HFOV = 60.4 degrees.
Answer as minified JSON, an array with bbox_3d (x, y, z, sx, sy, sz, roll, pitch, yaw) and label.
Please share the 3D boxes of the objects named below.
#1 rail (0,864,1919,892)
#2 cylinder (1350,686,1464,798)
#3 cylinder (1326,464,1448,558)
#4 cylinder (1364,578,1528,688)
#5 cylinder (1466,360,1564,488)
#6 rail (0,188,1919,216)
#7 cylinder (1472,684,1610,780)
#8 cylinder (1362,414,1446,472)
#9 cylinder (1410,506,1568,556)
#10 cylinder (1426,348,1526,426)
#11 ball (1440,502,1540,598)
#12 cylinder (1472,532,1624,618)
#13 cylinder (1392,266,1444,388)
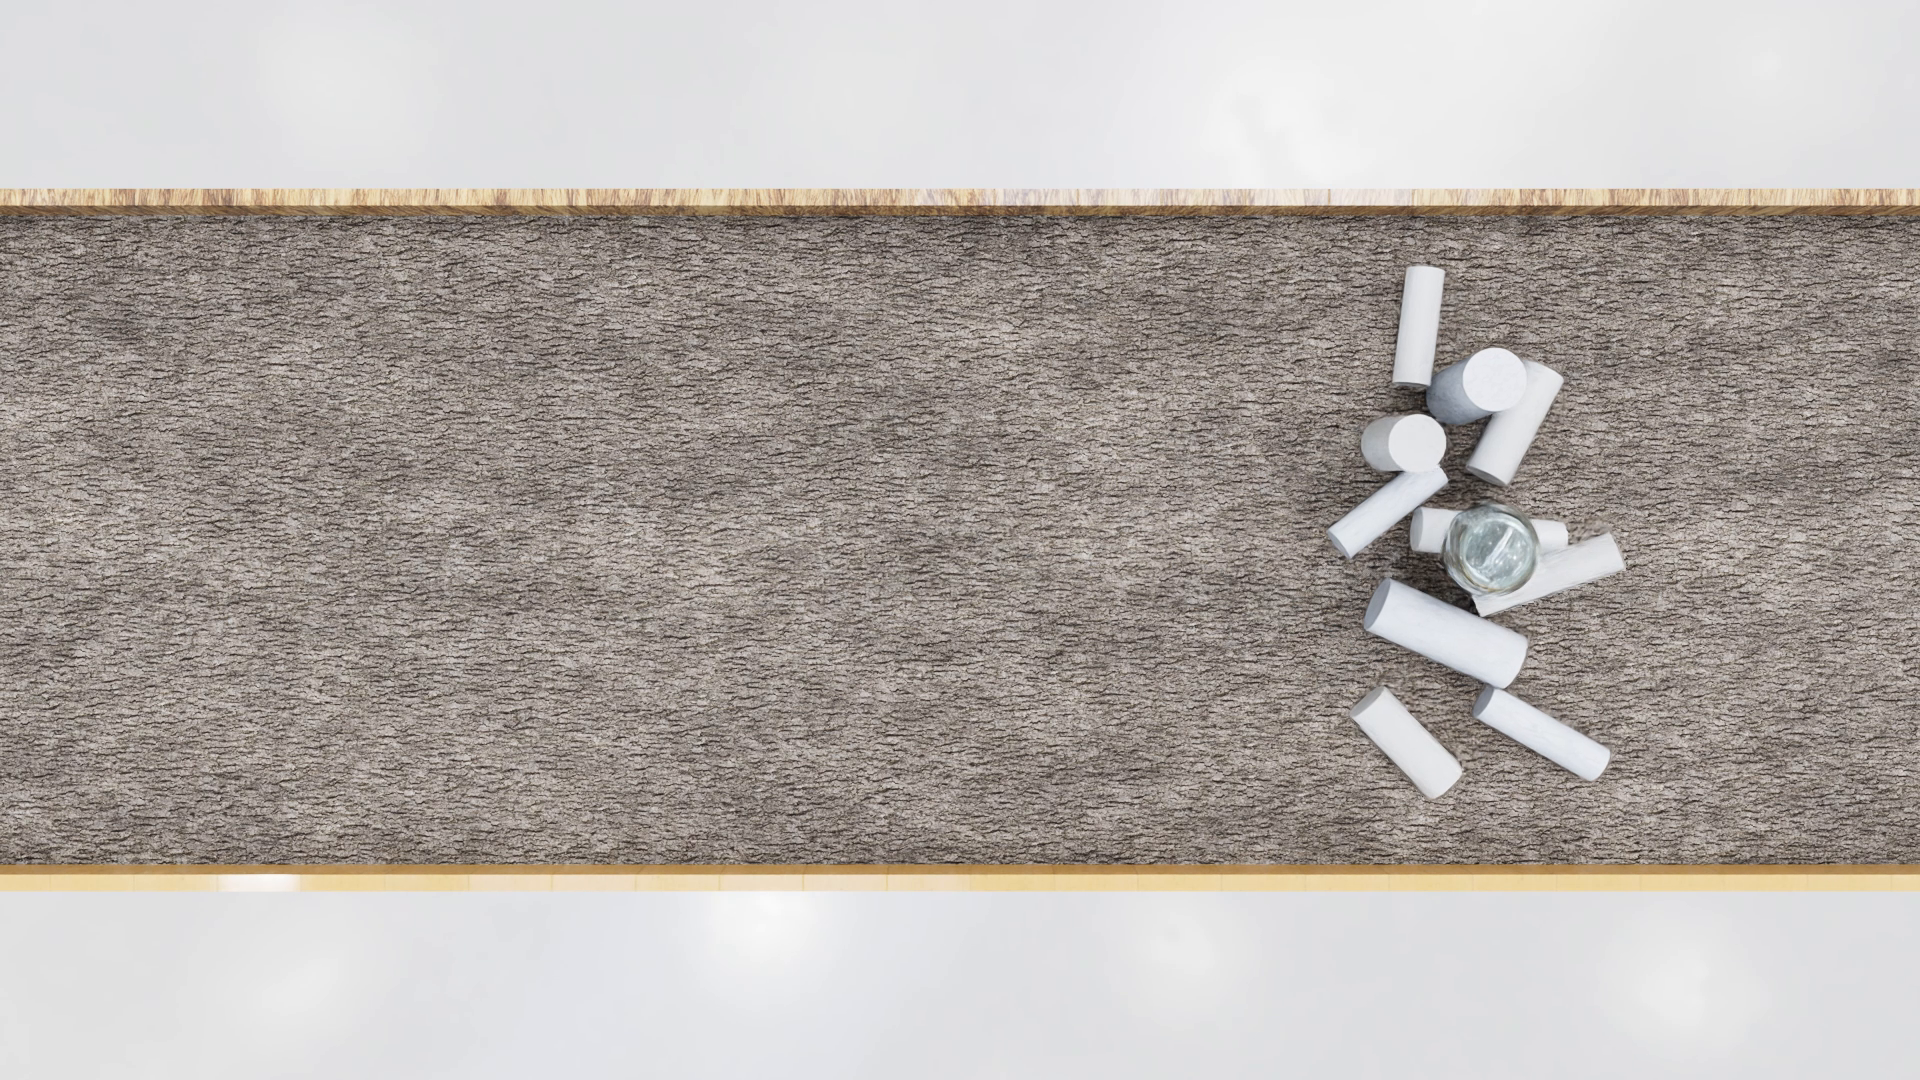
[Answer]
[{"bbox_3d":[-2.247,1.025,5.001,12.000,0.150,0.050,0,90,0],"label":"rail"},{"bbox_3d":[1.355,0.613,5.008,0.138,0.138,0.342,-44,90,0],"label":"cylinder"},{"bbox_3d":[1.300,-0.101,5.021,0.375,0.112,0.112,-38,90,0],"label":"cylinder"},{"bbox_3d":[1.466,0.281,4.990,0.446,0.174,0.174,23,90,0],"label":"cylinder"},{"bbox_3d":[1.683,-0.353,5.008,0.137,0.137,0.362,28,90,0],"label":"cylinder"},{"bbox_3d":[-2.247,-1.025,5.002,12.000,0.150,0.050,0,90,0],"label":"rail"},{"bbox_3d":[1.768,0.586,5.020,0.400,0.114,0.114,29,90,0],"label":"cylinder"},{"bbox_3d":[1.319,-0.288,4.915,0.167,0.315,0.167,0,93,0],"label":"cylinder"},{"bbox_3d":[1.603,-0.011,5.009,0.435,0.136,0.136,6,90,0],"label":"cylinder"},{"bbox_3d":[1.516,-0.447,4.864,0.180,0.418,0.180,0,89,2],"label":"cylinder"},{"bbox_3d":[1.545,0.029,4.807,0.278,0.278,0.278,0,90,0],"label":"ball"},{"bbox_3d":[1.746,0.105,4.926,0.429,0.113,0.113,-21,90,17],"label":"cylinder"},{"bbox_3d":[1.396,-0.647,5.020,0.114,0.114,0.351,7,90,0],"label":"cylinder"}]
